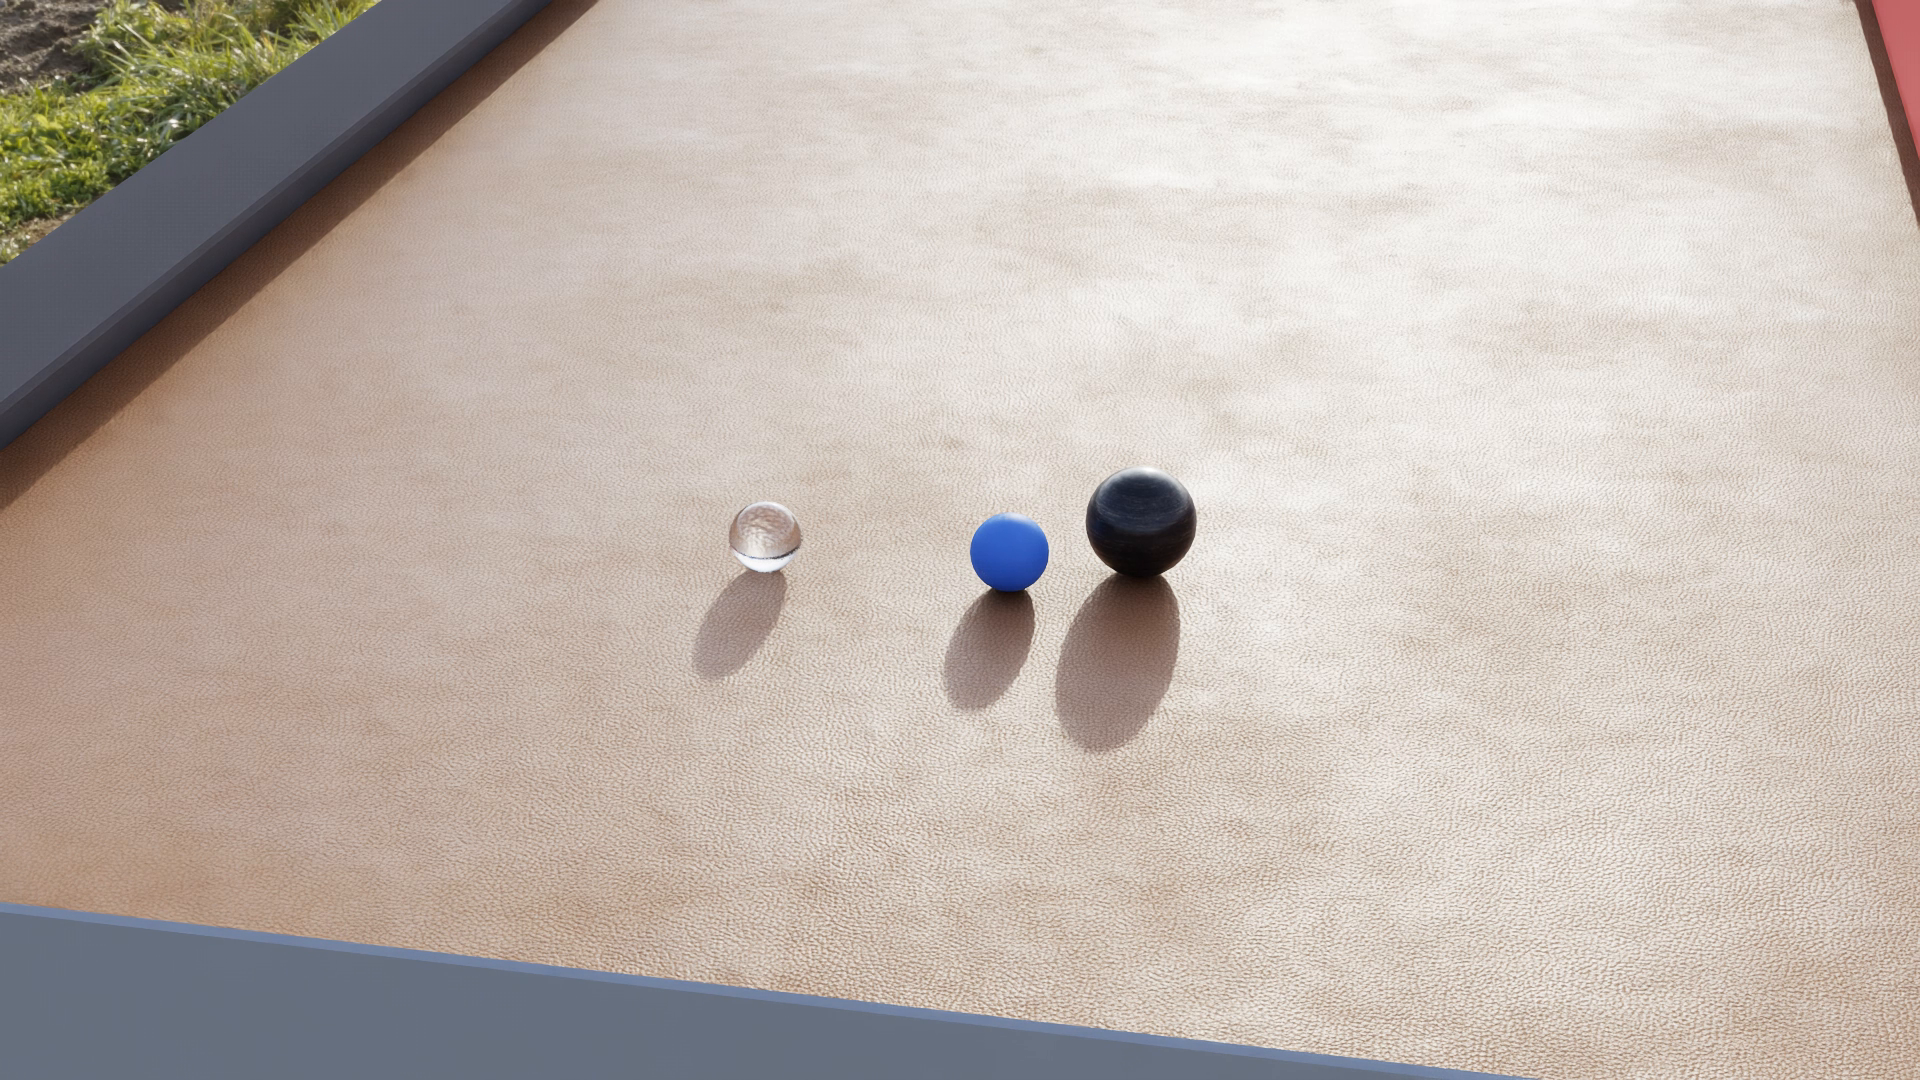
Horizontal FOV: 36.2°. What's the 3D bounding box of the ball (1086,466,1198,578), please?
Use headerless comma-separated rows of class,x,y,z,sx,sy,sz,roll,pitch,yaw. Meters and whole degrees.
ball,0.118,-0.012,1.908,0.073,0.073,0.073,0,26,0

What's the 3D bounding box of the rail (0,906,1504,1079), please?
rail,-0.126,0.238,1.322,1.429,0.124,0.045,5,26,10

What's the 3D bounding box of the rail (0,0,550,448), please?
rail,-0.547,-0.372,2.600,0.045,0.124,2.658,5,26,10

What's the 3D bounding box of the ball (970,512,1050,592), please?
ball,0.032,0.008,1.891,0.051,0.051,0.051,0,26,0

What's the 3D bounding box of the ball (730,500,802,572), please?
ball,-0.127,-0.002,1.917,0.047,0.047,0.047,0,26,0

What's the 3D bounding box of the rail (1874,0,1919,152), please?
rail,0.808,-0.255,2.355,0.045,0.124,2.658,5,26,10
